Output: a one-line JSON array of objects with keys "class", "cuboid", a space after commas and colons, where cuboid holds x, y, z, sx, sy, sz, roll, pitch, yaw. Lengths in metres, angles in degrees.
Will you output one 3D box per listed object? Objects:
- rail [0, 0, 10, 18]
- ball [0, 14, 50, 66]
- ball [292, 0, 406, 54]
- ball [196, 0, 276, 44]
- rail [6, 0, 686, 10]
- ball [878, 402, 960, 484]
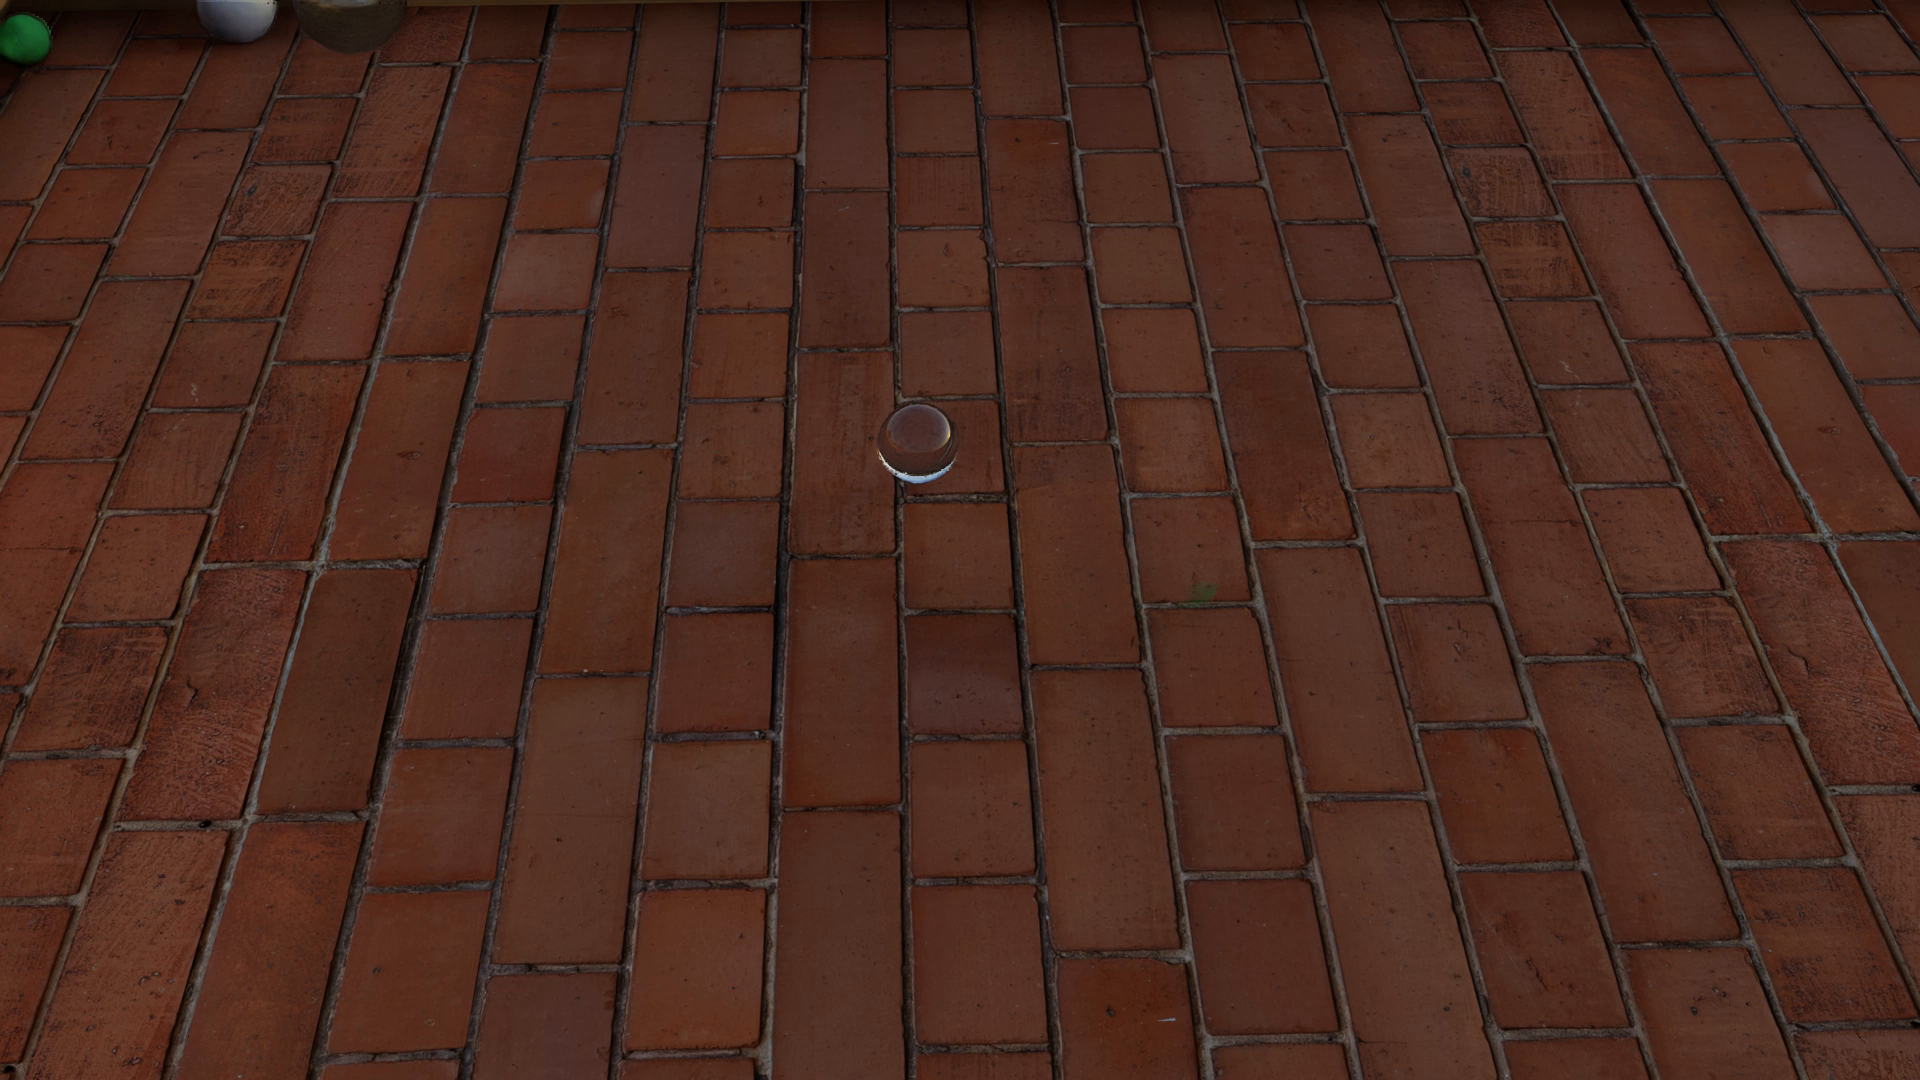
[{"class": "rail", "cuboid": [-0.835, -0.011, 1.614, 0.045, 0.128, 1.811, -1, 36, -1]}, {"class": "ball", "cuboid": [-0.832, -0.443, 2.277, 0.045, 0.045, 0.045, 0, 36, 0]}, {"class": "ball", "cuboid": [-0.544, -0.483, 2.286, 0.098, 0.098, 0.098, 0, 36, 0]}, {"class": "ball", "cuboid": [-0.652, -0.483, 2.311, 0.070, 0.070, 0.070, 0, 36, 0]}, {"class": "rail", "cuboid": [0.831, -0.562, 2.368, 3.436, 0.128, 0.045, -1, 36, -1]}, {"class": "ball", "cuboid": [-0.028, -0.066, 1.753, 0.055, 0.055, 0.055, 0, 36, 0]}]
